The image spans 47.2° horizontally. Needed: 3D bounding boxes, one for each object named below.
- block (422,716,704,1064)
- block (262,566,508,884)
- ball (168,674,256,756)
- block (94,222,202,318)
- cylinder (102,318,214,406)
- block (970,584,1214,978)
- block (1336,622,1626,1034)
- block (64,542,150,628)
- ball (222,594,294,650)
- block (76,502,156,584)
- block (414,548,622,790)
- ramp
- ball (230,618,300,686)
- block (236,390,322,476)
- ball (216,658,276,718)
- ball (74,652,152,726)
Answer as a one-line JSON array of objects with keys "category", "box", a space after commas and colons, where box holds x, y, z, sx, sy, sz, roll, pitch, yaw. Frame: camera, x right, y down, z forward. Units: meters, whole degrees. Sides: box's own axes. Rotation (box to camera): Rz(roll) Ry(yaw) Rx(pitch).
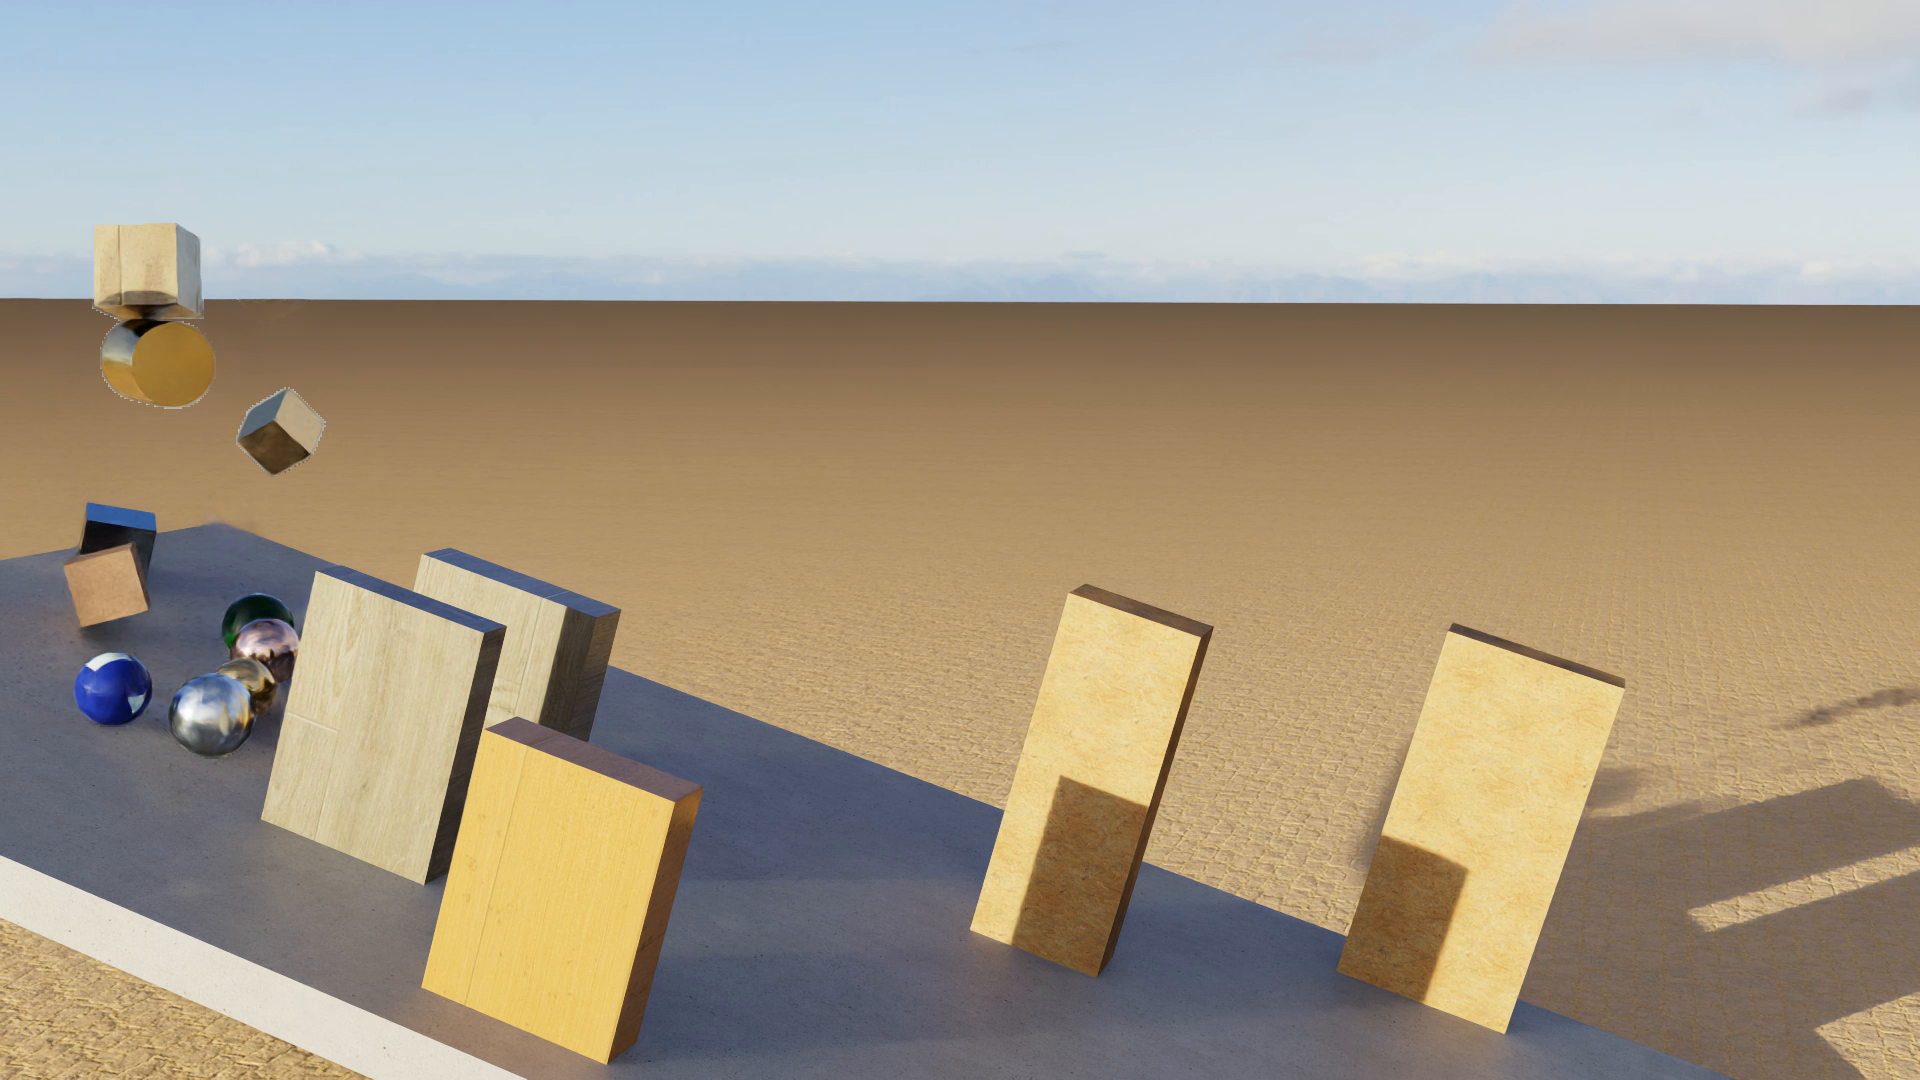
[{"category": "block", "box": [-0.623, 0.544, 3.439, 0.333, 0.439, 0.107, 19, 12, 14]}, {"category": "block", "box": [-1.019, 0.324, 3.881, 0.339, 0.471, 0.081, 19, 12, 14]}, {"category": "ball", "box": [-1.406, 0.329, 4.138, 0.156, 0.156, 0.156, 0, 7, 0]}, {"category": "block", "box": [-1.737, -0.575, 4.707, 0.171, 0.171, 0.171, -2, -3, -3]}, {"category": "cylinder", "box": [-1.724, -0.383, 4.728, 0.178, 0.178, 0.178, -6, 11, -40]}, {"category": "block", "box": [0.257, 0.469, 4.307, 0.267, 0.708, 0.137, 19, 12, 14]}, {"category": "block", "box": [1.091, 0.603, 4.624, 0.367, 0.774, 0.122, 19, 12, 14]}, {"category": "block", "box": [-1.795, 0.094, 4.631, 0.134, 0.134, 0.134, -16, 10, -16]}, {"category": "ball", "box": [-1.501, 0.188, 4.705, 0.149, 0.149, 0.149, 0, 7, 0]}, {"category": "block", "box": [-1.914, 0.017, 4.982, 0.147, 0.147, 0.147, 11, 12, -24]}, {"category": "block", "box": [-0.914, 0.283, 4.343, 0.390, 0.426, 0.108, 19, 12, 14]}, {"category": "ramp", "box": [-0.376, 0.733, 4.239, 4.000, 0.100, 2.000, 19, 12, 14]}, {"category": "ball", "box": [-1.443, 0.234, 4.578, 0.145, 0.145, 0.145, 0, 7, 0]}, {"category": "block", "box": [-1.498, -0.238, 4.849, 0.113, 0.113, 0.113, -25, 35, 22]}, {"category": "ball", "box": [-1.431, 0.299, 4.392, 0.126, 0.126, 0.126, 0, 7, 0]}, {"category": "ball", "box": [-1.599, 0.281, 4.153, 0.139, 0.139, 0.139, 0, 7, 0]}]
